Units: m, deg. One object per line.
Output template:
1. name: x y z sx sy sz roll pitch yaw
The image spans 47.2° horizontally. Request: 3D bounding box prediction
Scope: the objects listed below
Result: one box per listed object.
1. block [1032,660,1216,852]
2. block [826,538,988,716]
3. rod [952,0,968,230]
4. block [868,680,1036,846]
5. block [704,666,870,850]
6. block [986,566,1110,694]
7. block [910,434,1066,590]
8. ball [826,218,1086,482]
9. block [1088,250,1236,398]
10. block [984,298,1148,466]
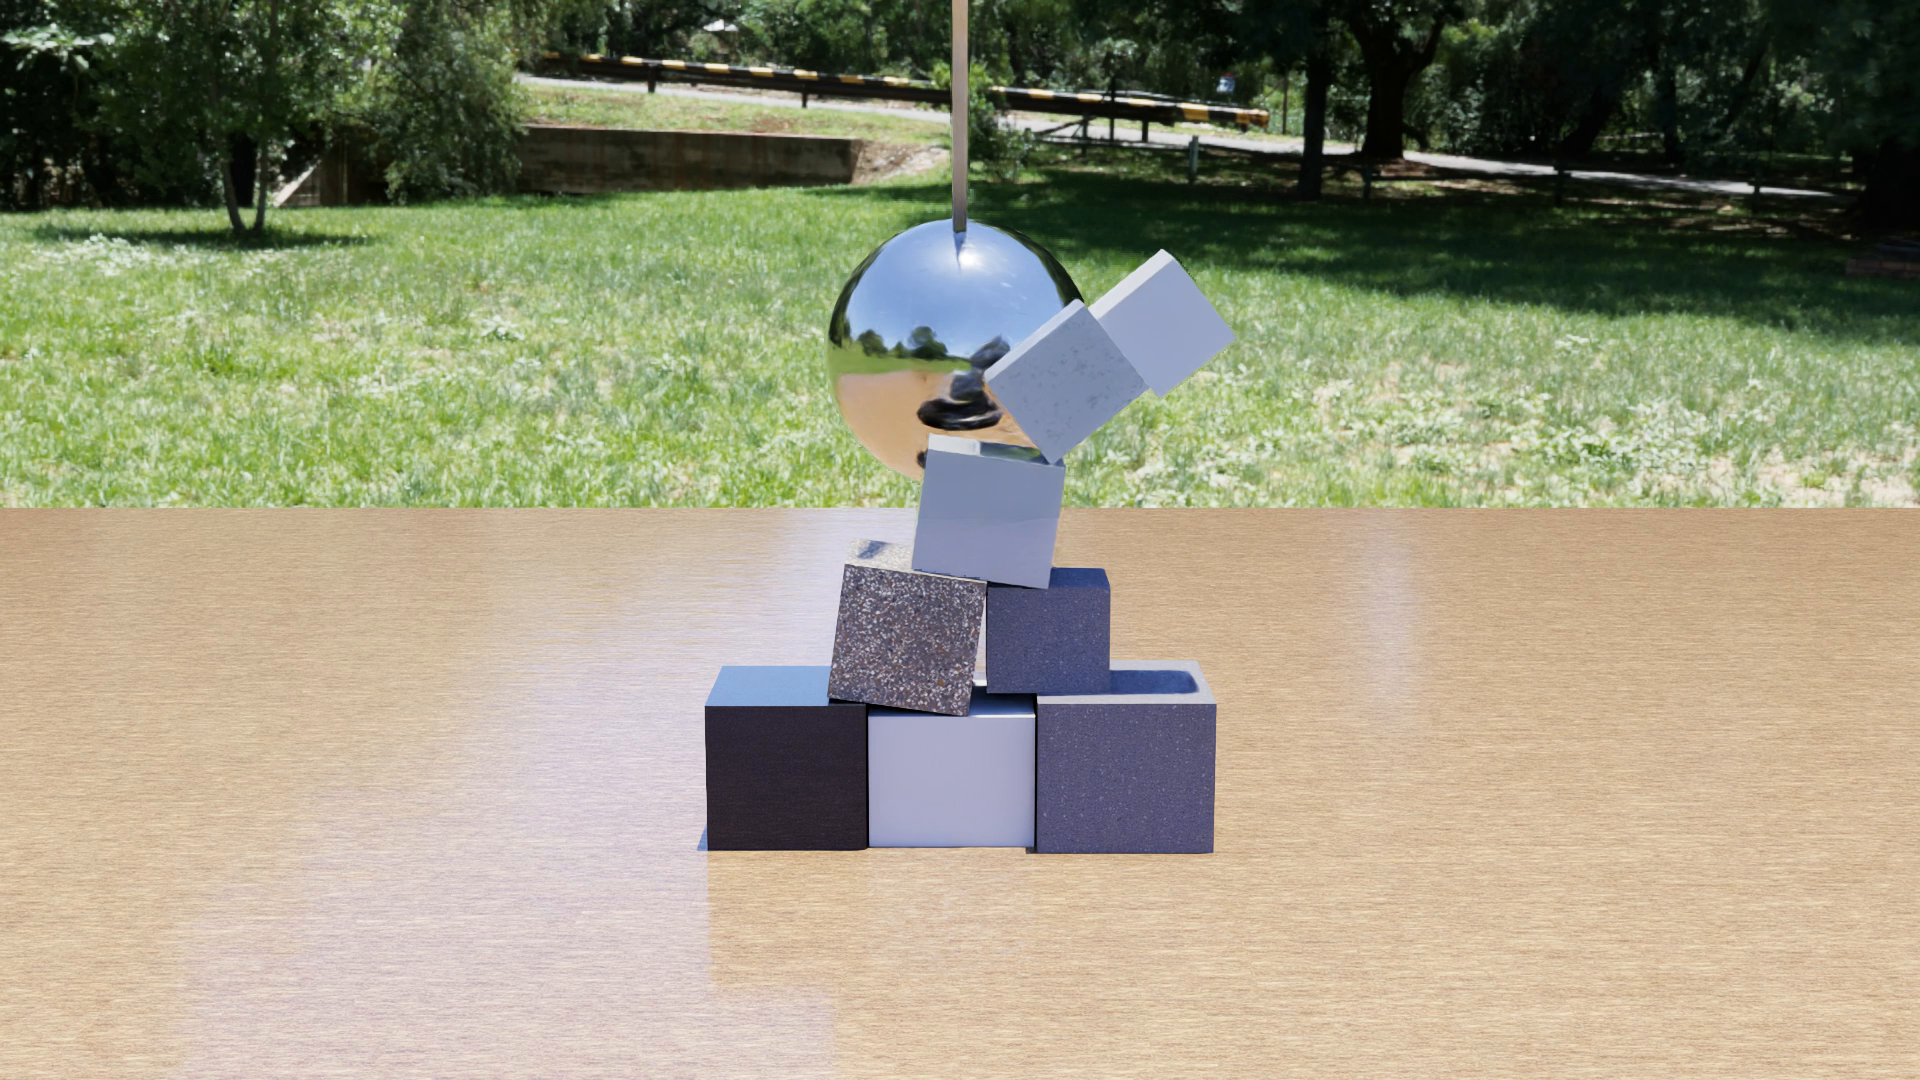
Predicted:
1. block: 0.825 1.102 11.361 0.881 0.767 0.923 0 10 0
2. block: -0.264 0.433 11.257 0.709 0.684 0.737 8 10 -1
3. rod: 0.000 -4.037 11.360 0.080 5.200 0.080 0 31 0
4. block: -0.041 1.144 11.395 0.832 0.672 0.773 0 10 0
5. block: -0.867 1.112 11.374 0.799 0.743 0.850 0 10 0
6. block: 0.443 0.455 11.266 0.615 0.540 0.539 0 10 0
7. block: 0.139 -0.154 11.140 0.688 0.612 0.592 8 10 -2
8. ball: 0.000 -1.109 13.087 1.600 1.600 1.600 0 10 0
9. block: 1.003 -1.085 10.987 0.480 0.501 0.495 -38 11 6
10. block: 0.527 -0.804 11.035 0.613 0.517 0.555 -38 8 6
